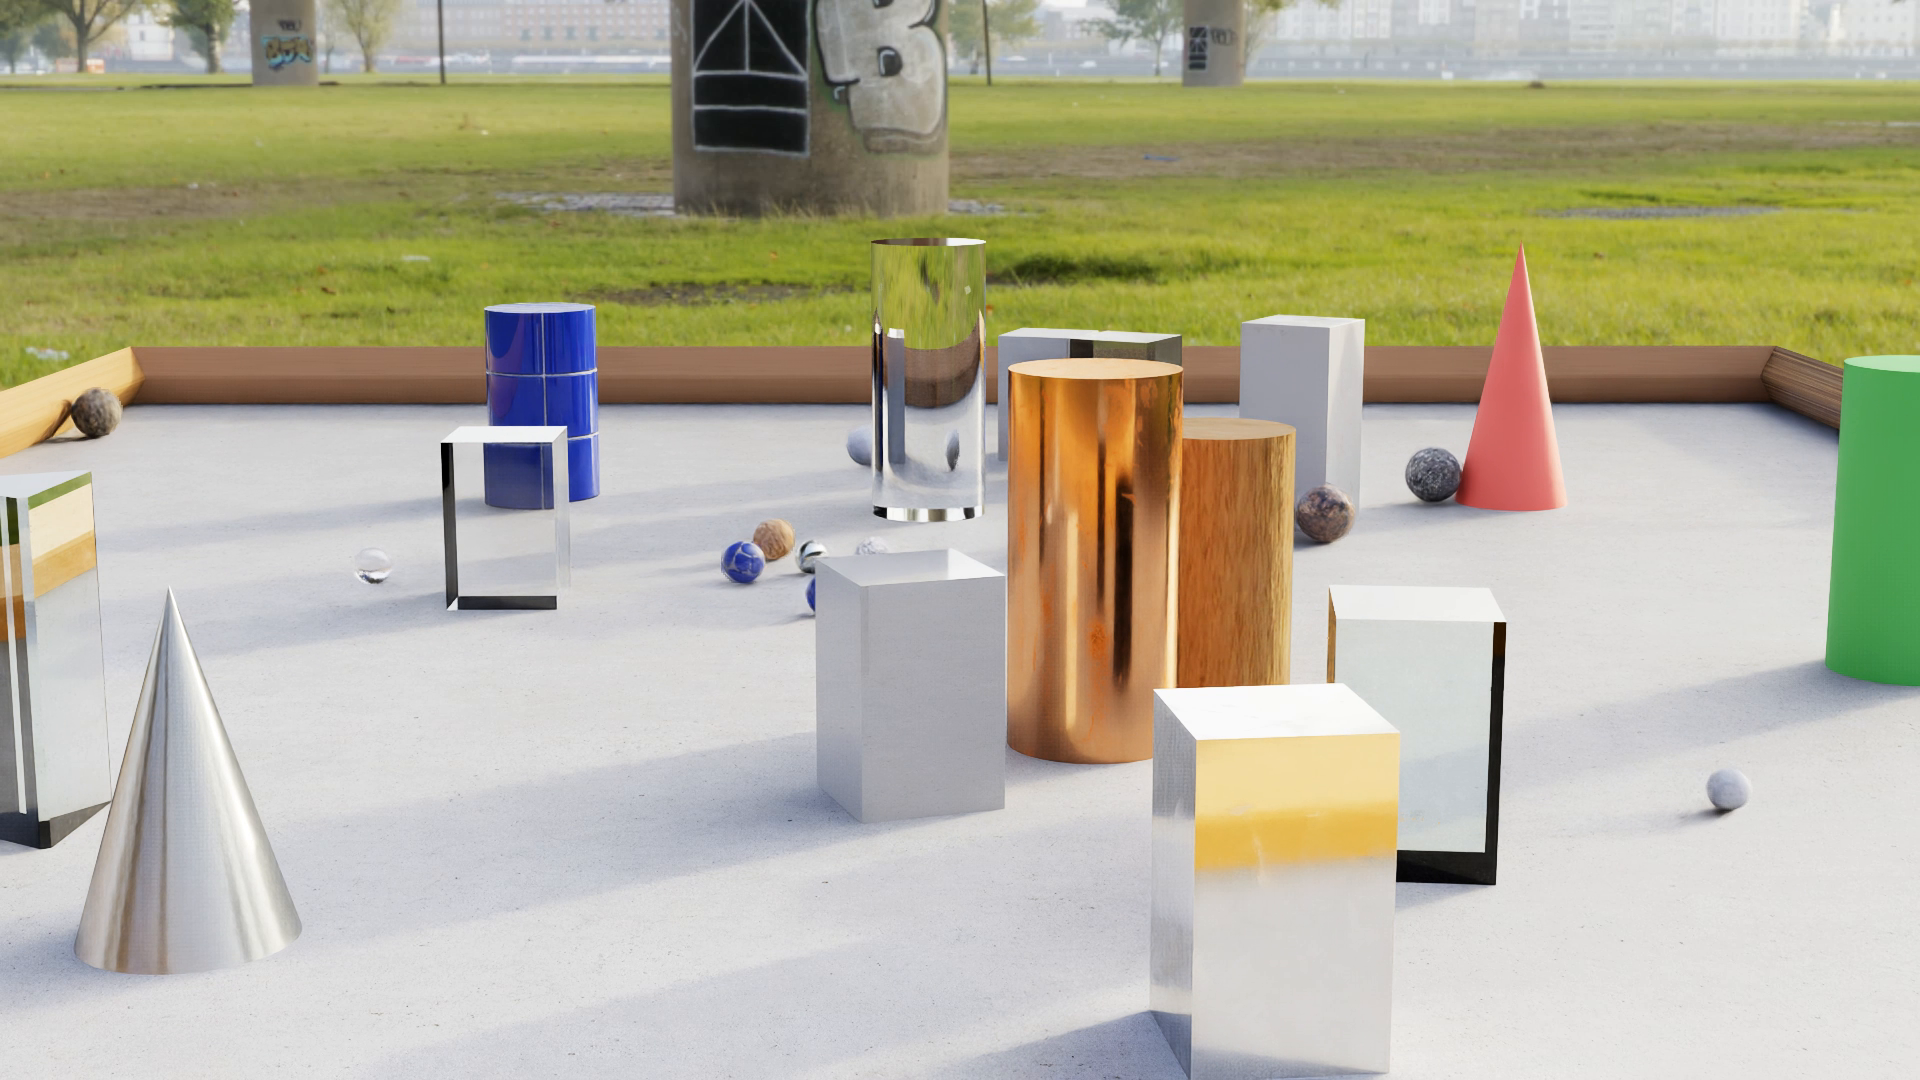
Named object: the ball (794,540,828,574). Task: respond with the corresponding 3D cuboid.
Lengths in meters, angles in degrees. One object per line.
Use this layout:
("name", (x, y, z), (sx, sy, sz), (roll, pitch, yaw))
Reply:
("ball", (-0.213, 0.024, 3.683), (0.049, 0.049, 0.049), (0, 11, 0))

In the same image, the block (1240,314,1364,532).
("block", (0.540, -0.186, 4.067), (0.148, 0.322, 0.148), (6, 12, 29))

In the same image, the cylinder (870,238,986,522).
("cylinder", (-0.051, -0.262, 4.151), (0.185, 0.440, 0.185), (0, 11, 0))

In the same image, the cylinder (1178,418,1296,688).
("cylinder", (0.298, 0.020, 3.010), (0.185, 0.305, 0.185), (0, 11, 0))

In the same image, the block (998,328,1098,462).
("block", (0.164, -0.268, 4.749), (0.148, 0.231, 0.148), (4, 11, 19))

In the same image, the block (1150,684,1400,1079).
("block", (0.230, 0.251, 1.909), (0.148, 0.256, 0.148), (-1, 11, -7))

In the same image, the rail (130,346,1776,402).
("rail", (-0.012, -0.353, 5.499), (3.540, 0.120, 0.045), (0, 11, 0))

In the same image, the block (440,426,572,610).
("block", (-0.616, -0.032, 3.497), (0.148, 0.228, 0.148), (0, 11, -1))

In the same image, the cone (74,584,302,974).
("cone", (-0.649, 0.185, 2.133), (0.185, 0.302, 0.185), (0, 11, 0))

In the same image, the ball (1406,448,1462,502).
("ball", (0.790, -0.109, 4.277), (0.092, 0.092, 0.092), (0, 11, 0))

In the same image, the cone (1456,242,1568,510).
("cone", (0.922, -0.279, 4.251), (0.185, 0.436, 0.185), (0, 11, 0))

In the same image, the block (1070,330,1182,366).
("block", (0.292, -0.235, 4.529), (0.148, 0.248, 0.148), (6, 12, 29))

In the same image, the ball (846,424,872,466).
("ball", (-0.169, -0.172, 4.663), (0.075, 0.075, 0.075), (0, 11, 0))

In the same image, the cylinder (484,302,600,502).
("cylinder", (-0.703, -0.233, 4.324), (0.185, 0.318, 0.185), (0, 11, 0))

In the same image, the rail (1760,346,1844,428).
("rail", (1.746, 0.029, 3.460), (0.045, 0.120, 4.218), (0, 11, 0))

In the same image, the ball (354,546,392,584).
("ball", (-0.826, 0.036, 3.608), (0.053, 0.053, 0.053), (0, 11, 0))

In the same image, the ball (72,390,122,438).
("ball", (-1.688, -0.247, 5.016), (0.092, 0.092, 0.092), (0, 11, 0))

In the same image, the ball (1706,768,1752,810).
("ball", (0.755, 0.245, 2.522), (0.042, 0.042, 0.042), (0, 11, 0))

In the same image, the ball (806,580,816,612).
("ball", (-0.179, 0.073, 3.413), (0.053, 0.053, 0.053), (0, 11, 0))

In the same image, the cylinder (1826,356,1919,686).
("cylinder", (1.147, -0.026, 3.079), (0.185, 0.371, 0.185), (0, 11, 0))

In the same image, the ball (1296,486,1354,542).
("ball", (0.558, -0.040, 3.924), (0.087, 0.087, 0.087), (0, 11, 0))

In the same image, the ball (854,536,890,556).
("ball", (-0.126, 0.022, 3.683), (0.054, 0.054, 0.054), (0, 11, 0))

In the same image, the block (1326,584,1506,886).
("block", (0.413, 0.176, 2.352), (0.148, 0.241, 0.148), (1, 11, 5))

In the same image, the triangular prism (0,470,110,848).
("triangular prism", (-0.885, 0.107, 2.470), (0.160, 0.333, 0.139), (7, 13, 32))

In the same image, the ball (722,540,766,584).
("ball", (-0.305, 0.030, 3.619), (0.061, 0.061, 0.061), (0, 11, 0))

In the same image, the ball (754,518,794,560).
("ball", (-0.276, -0.001, 3.792), (0.060, 0.060, 0.060), (0, 11, 0))

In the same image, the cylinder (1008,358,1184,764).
("cylinder", (0.143, 0.019, 2.743), (0.185, 0.406, 0.185), (0, 11, 0))

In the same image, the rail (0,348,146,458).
("rail", (-1.746, 0.033, 3.440), (0.045, 0.120, 4.218), (0, 11, 0))

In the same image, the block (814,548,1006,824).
("block", (-0.051, 0.142, 2.551), (0.148, 0.235, 0.148), (-4, 11, -20))
